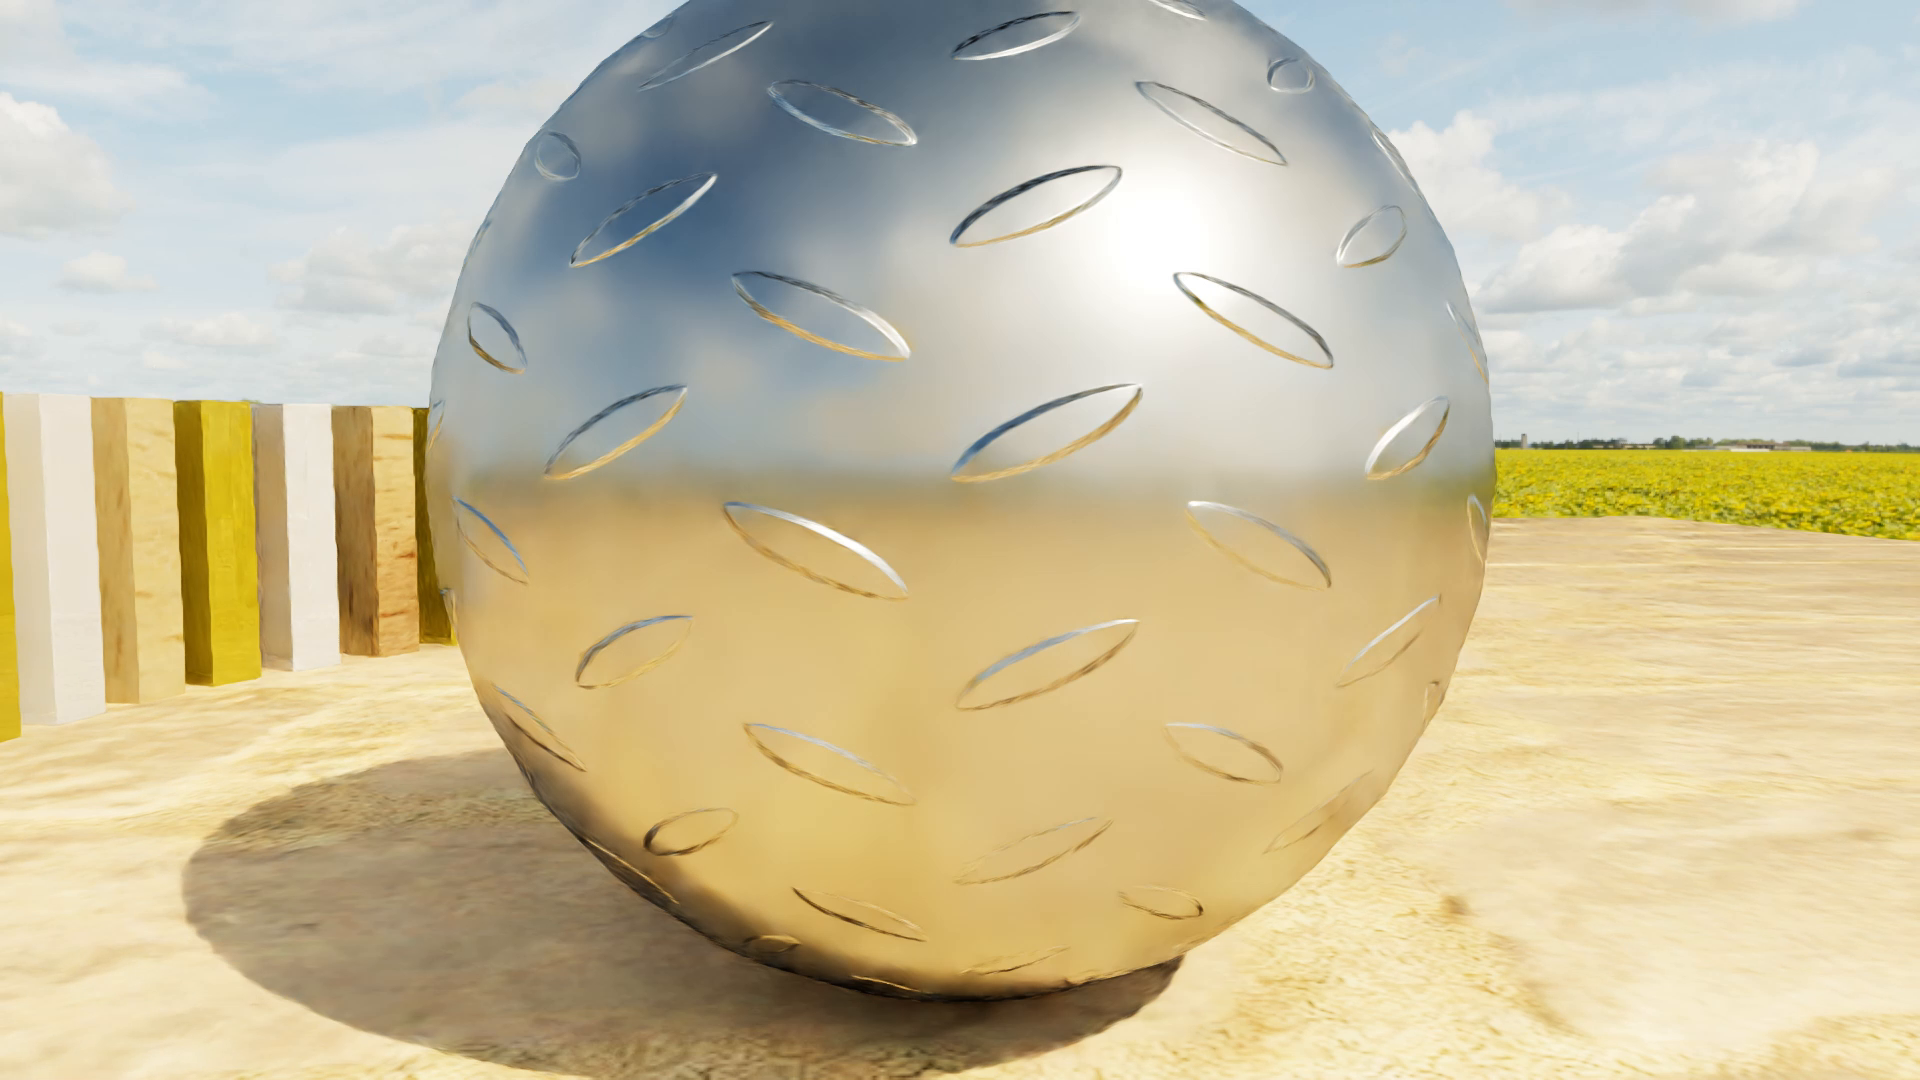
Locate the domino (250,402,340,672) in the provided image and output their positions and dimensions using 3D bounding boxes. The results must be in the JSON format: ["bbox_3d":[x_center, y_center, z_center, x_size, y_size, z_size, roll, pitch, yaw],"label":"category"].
[{"bbox_3d":[-0.133,-0.001,0.248,0.025,0.050,0.009,2,5,30],"label":"domino"}]

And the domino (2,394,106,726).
[{"bbox_3d":[-0.148,0.003,0.198,0.025,0.050,0.009,0,4,6],"label":"domino"}]

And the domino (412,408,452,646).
[{"bbox_3d":[-0.116,-0.003,0.279,0.025,0.050,0.010,2,5,26],"label":"domino"}]

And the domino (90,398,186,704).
[{"bbox_3d":[-0.145,0.001,0.215,0.025,0.050,0.010,1,4,12],"label":"domino"}]

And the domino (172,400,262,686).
[{"bbox_3d":[-0.141,0.000,0.232,0.025,0.050,0.009,2,5,22],"label":"domino"}]

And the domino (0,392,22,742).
[{"bbox_3d":[-0.149,0.004,0.180,0.025,0.050,0.009,0,4,1],"label":"domino"}]

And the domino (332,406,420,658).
[{"bbox_3d":[-0.124,-0.002,0.263,0.025,0.050,0.009,2,5,26],"label":"domino"}]

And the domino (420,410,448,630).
[{"bbox_3d":[-0.110,-0.005,0.295,0.025,0.050,0.009,1,5,19],"label":"domino"}]

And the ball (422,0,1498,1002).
[{"bbox_3d":[0.000,-0.005,0.103,0.080,0.080,0.080,0,4,0],"label":"ball"}]
